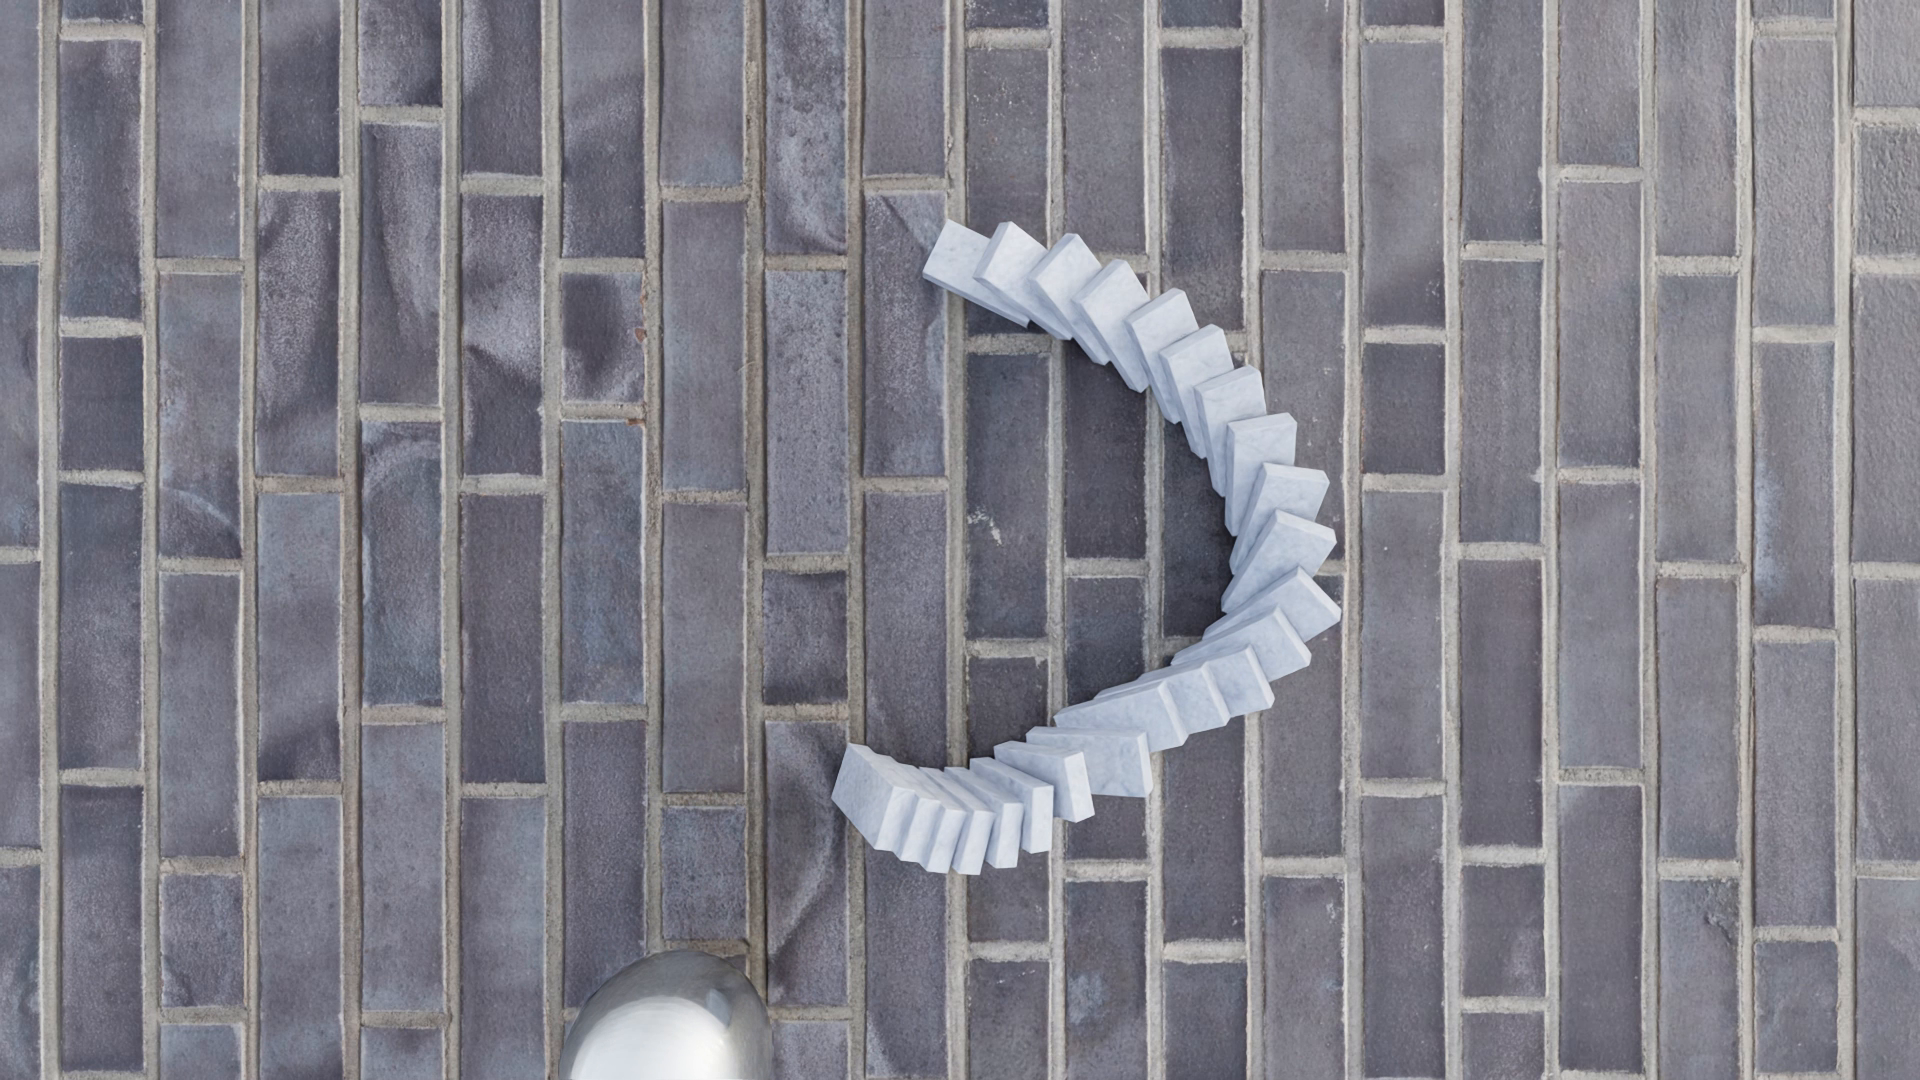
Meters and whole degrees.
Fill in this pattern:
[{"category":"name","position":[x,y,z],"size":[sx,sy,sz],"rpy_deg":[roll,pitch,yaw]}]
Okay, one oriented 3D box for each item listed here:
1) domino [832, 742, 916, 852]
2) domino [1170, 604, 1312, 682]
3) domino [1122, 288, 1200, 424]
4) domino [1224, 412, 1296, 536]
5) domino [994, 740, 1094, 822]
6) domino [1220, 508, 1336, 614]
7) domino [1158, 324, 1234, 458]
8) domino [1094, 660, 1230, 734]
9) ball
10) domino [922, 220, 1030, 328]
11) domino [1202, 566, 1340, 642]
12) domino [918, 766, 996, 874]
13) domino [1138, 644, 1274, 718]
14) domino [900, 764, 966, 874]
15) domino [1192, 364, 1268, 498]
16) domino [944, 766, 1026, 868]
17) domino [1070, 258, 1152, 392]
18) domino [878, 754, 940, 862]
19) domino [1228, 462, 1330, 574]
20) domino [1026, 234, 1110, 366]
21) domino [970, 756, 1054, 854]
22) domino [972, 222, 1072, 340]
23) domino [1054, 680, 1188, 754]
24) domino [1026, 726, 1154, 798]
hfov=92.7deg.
[{"category":"domino","position":[-0.037,0.104,0.376],"size":[0.009,0.050,0.025],"rpy_deg":[18,90,-29]},{"category":"domino","position":[0.116,0.050,0.382],"size":[0.050,0.010,0.025],"rpy_deg":[-34,92,33]},{"category":"domino","position":[0.090,-0.077,0.384],"size":[0.025,0.010,0.050],"rpy_deg":[-32,119,0]},{"category":"domino","position":[0.125,-0.027,0.382],"size":[0.025,0.009,0.050],"rpy_deg":[-10,124,0]},{"category":"domino","position":[0.033,0.098,0.376],"size":[0.009,0.050,0.025],"rpy_deg":[-11,90,-32]},{"category":"domino","position":[0.132,0.013,0.381],"size":[0.025,0.010,0.050],"rpy_deg":[20,126,0]},{"category":"domino","position":[0.103,-0.062,0.383],"size":[0.025,0.009,0.050],"rpy_deg":[-28,121,0]},{"category":"domino","position":[0.084,0.070,0.383],"size":[0.050,0.010,0.025],"rpy_deg":[-23,91,32]},{"category":"ball","position":[-0.114,0.204,0.360],"size":[0.080,0.080,0.080],"rpy_deg":[0,90,0]},{"category":"domino","position":[0.012,-0.115,0.395],"size":[0.050,0.009,0.025],"rpy_deg":[26,90,0]},{"category":"domino","position":[0.129,0.035,0.382],"size":[0.025,0.010,0.050],"rpy_deg":[46,124,-2]},{"category":"domino","position":[-0.005,0.114,0.376],"size":[0.010,0.050,0.025],"rpy_deg":[14,90,-29]},{"category":"domino","position":[0.102,0.063,0.382],"size":[0.050,0.010,0.025],"rpy_deg":[-23,93,32]},{"category":"domino","position":[-0.016,0.113,0.376],"size":[0.010,0.050,0.025],"rpy_deg":[18,90,-29]},{"category":"domino","position":[0.115,-0.045,0.383],"size":[0.025,0.009,0.050],"rpy_deg":[-21,121,0]},{"category":"domino","position":[0.008,0.113,0.376],"size":[0.009,0.050,0.025],"rpy_deg":[8,90,-29]},{"category":"domino","position":[0.070,-0.089,0.383],"size":[0.025,0.009,0.050],"rpy_deg":[-42,120,-1]},{"category":"domino","position":[-0.027,0.109,0.376],"size":[0.009,0.050,0.025],"rpy_deg":[18,90,-29]},{"category":"domino","position":[0.132,-0.007,0.382],"size":[0.025,0.010,0.050],"rpy_deg":[8,124,0]},{"category":"domino","position":[0.053,-0.100,0.383],"size":[0.025,0.010,0.050],"rpy_deg":[-48,120,-1]},{"category":"domino","position":[0.020,0.107,0.376],"size":[0.009,0.050,0.025],"rpy_deg":[2,90,-29]},{"category":"domino","position":[0.032,-0.107,0.383],"size":[0.050,0.009,0.025],"rpy_deg":[27,89,-31]},{"category":"domino","position":[0.067,0.078,0.383],"size":[0.050,0.009,0.025],"rpy_deg":[-23,90,32]},{"category":"domino","position":[0.054,0.092,0.382],"size":[0.050,0.010,0.025],"rpy_deg":[-5,97,31]}]
